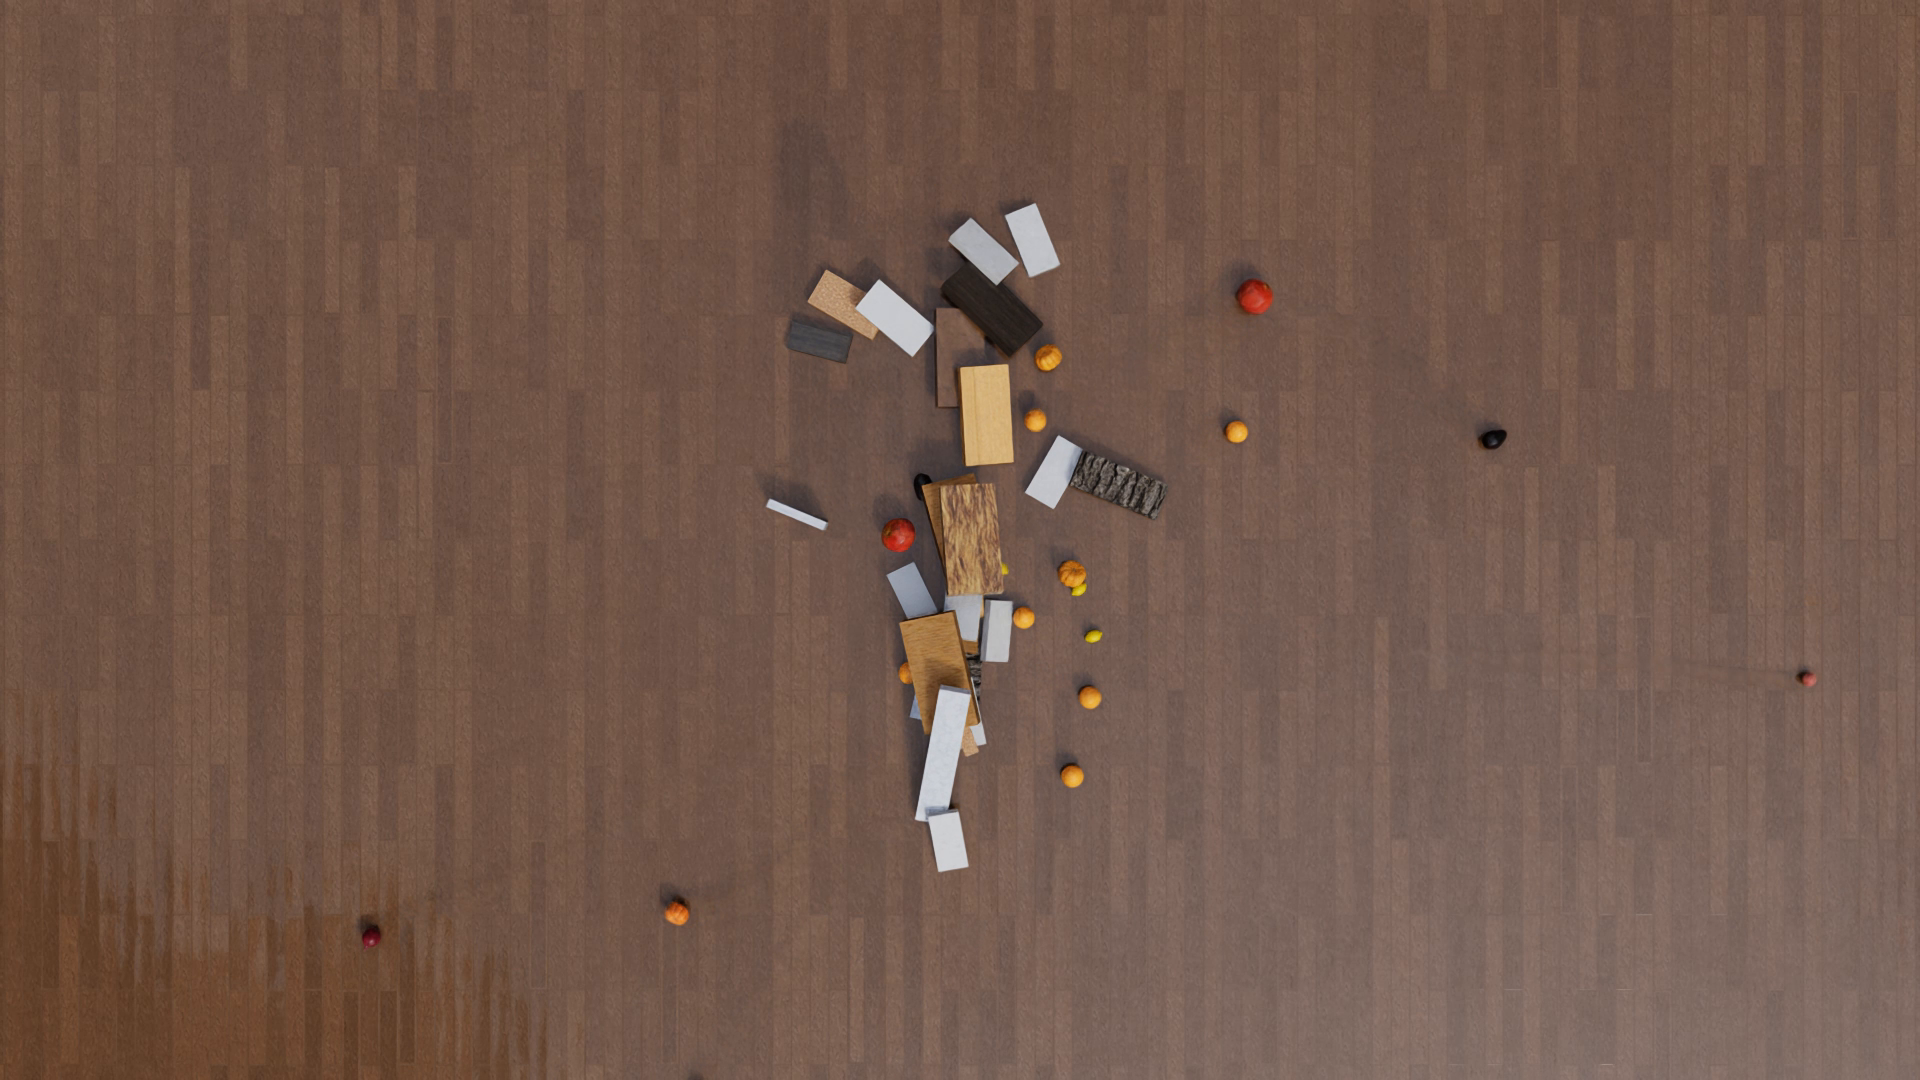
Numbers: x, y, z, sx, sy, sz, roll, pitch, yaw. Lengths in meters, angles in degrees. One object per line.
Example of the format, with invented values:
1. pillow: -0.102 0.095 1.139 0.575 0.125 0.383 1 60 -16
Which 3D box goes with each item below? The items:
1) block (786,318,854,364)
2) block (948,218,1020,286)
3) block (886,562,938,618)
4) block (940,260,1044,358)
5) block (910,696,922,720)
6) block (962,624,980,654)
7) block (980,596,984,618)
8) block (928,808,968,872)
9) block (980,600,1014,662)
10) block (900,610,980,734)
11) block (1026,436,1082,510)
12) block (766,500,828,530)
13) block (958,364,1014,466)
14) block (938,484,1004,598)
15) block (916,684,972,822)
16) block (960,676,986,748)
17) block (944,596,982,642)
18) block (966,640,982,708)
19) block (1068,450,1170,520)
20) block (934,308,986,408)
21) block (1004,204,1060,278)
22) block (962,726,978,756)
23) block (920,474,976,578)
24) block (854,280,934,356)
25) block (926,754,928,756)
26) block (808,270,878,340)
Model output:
1. block: -0.465 -0.661 5.486 0.201 0.028 0.100 15 90 0
2. block: 0.079 -0.955 5.459 0.220 0.031 0.110 43 59 0
3. block: -0.155 0.185 5.486 0.100 0.028 0.201 -26 90 0
4. block: 0.106 -0.771 5.442 0.323 0.046 0.162 45 62 0
5. block: -0.115 0.526 5.490 0.072 0.021 0.145 13 90 0
6. block: 0.010 0.259 5.455 0.112 0.032 0.224 5 75 1
7. block: 0.016 0.136 5.453 0.120 0.034 0.239 -1 75 -1
8. block: -0.039 0.993 5.459 0.101 0.029 0.202 -10 106 0
9. block: 0.122 0.300 5.456 0.101 0.029 0.202 5 90 -41
10. block: -0.064 0.428 5.343 0.179 0.051 0.376 -12 94 11
11. block: 0.319 -0.225 5.484 0.110 0.031 0.220 30 90 0
12. block: -0.536 -0.084 5.450 0.201 0.100 0.028 22 90 0
13. block: 0.084 -0.413 5.436 0.162 0.046 0.323 -5 99 -13
14. block: 0.035 -0.001 5.348 0.179 0.051 0.358 -3 78 -7
15. block: -0.056 0.703 5.365 0.101 0.029 0.523 10 118 0
16. block: 0.008 0.566 5.398 0.112 0.032 0.224 -12 94 2
17. block: 0.010 0.206 5.400 0.120 0.034 0.239 7 76 1
18. block: 0.014 0.441 5.448 0.112 0.032 0.224 3 80 0
19. block: 0.527 -0.182 5.466 0.310 0.035 0.124 22 91 -6
20. block: -0.001 -0.602 5.459 0.162 0.046 0.323 -1 90 -13
21. block: 0.241 -0.995 5.484 0.110 0.031 0.220 -22 90 0
22. block: 0.024 0.656 5.382 0.046 0.013 0.092 -21 94 2
23. block: 0.005 -0.024 5.402 0.179 0.051 0.358 -14 79 -9
24. block: -0.215 -0.733 5.454 0.248 0.035 0.124 39 88 -12
25. block: -0.059 0.723 5.480 0.092 0.013 0.046 -17 90 0
26. block: -0.368 -0.781 5.482 0.248 0.035 0.124 30 90 0
